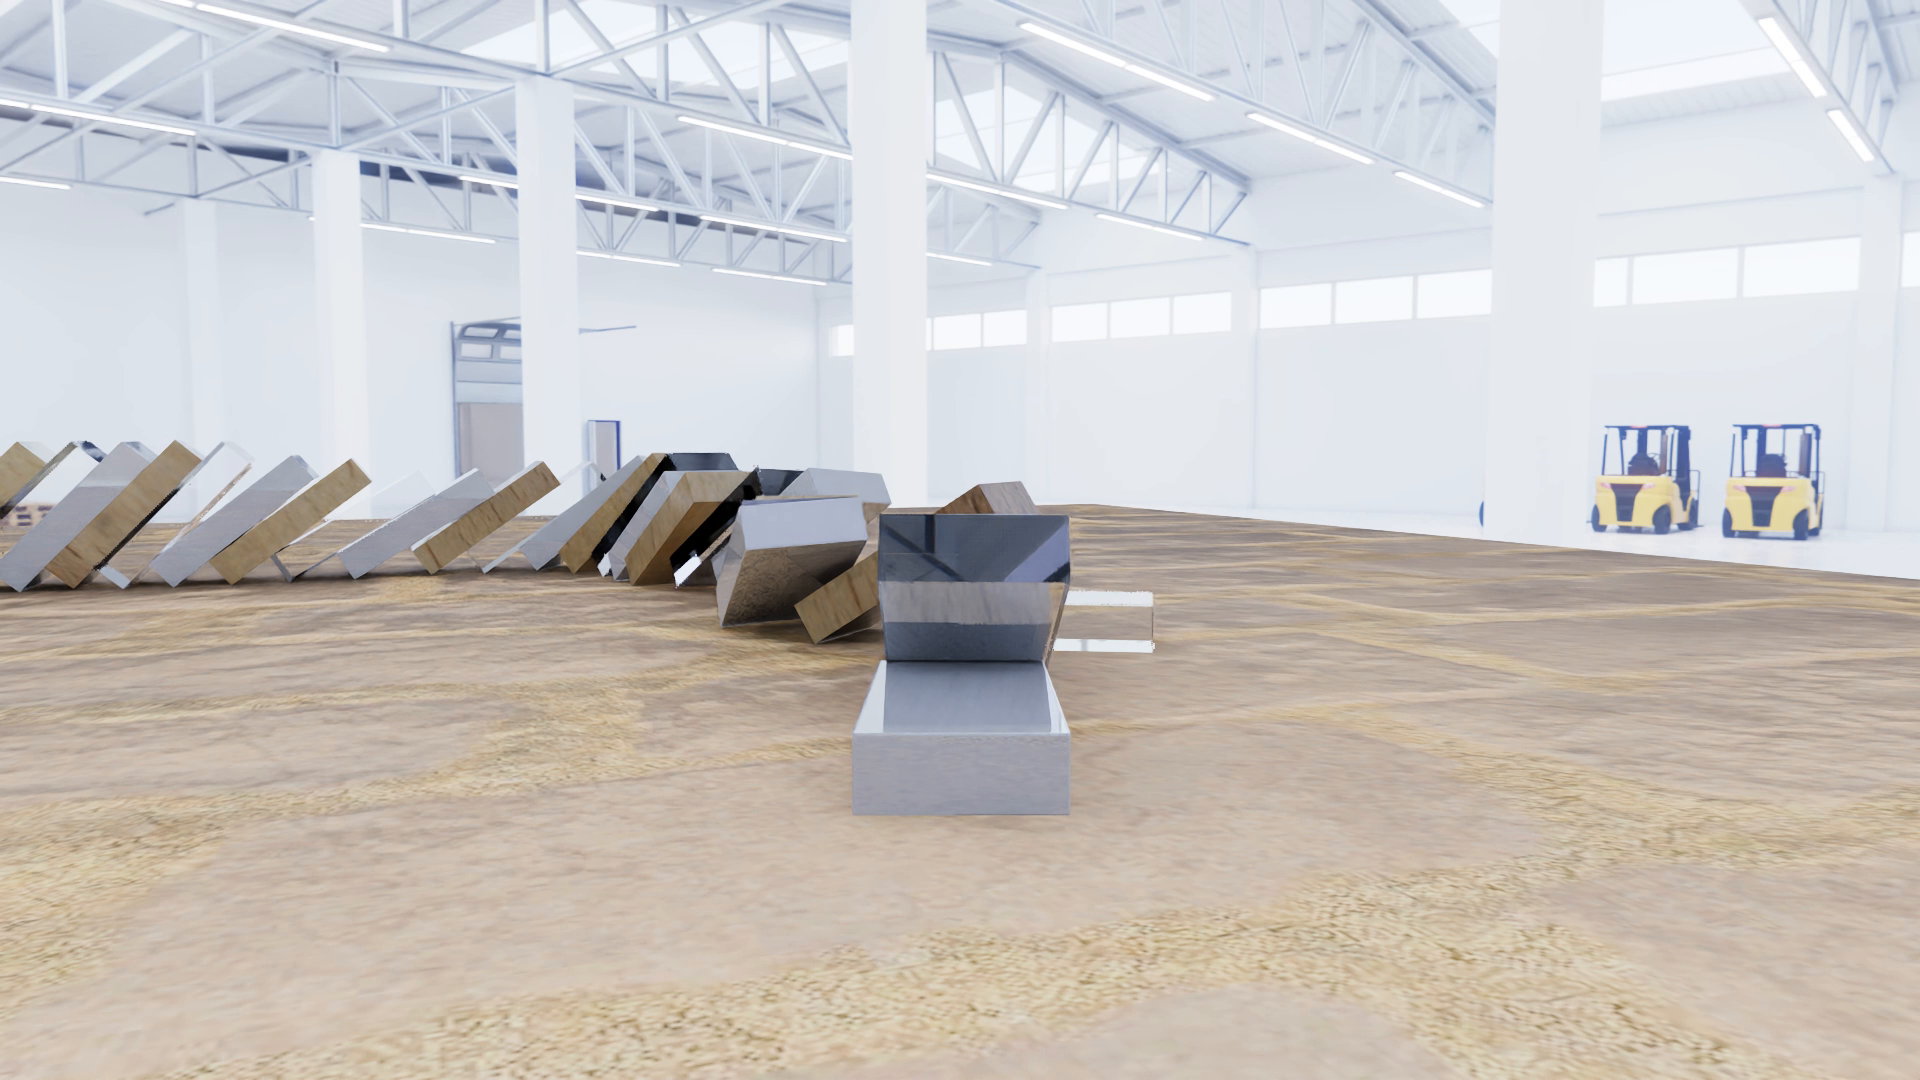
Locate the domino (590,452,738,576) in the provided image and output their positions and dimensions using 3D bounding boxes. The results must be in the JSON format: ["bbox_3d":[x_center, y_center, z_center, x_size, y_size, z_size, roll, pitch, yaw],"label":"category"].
[{"bbox_3d":[-0.094,-0.008,0.410,0.050,0.009,0.025,-45,-22,30],"label":"domino"}]

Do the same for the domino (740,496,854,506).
[{"bbox_3d":[-0.041,0.004,0.306,0.025,0.010,0.050,-3,-21,-16],"label":"domino"}]

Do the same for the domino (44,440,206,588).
[{"bbox_3d":[-0.250,-0.008,0.388,0.010,0.050,0.025,44,-15,-20],"label":"domino"}]

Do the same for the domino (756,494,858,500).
[{"bbox_3d":[-0.043,0.003,0.329,0.025,0.010,0.050,-1,-21,-18],"label":"domino"}]

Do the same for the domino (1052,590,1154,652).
[{"bbox_3d":[0.016,0.017,0.277,0.050,0.010,0.025,1,4,8],"label":"domino"}]

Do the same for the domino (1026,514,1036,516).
[{"bbox_3d":[0.000,0.009,0.237,0.025,0.009,0.050,0,-22,-1],"label":"domino"}]

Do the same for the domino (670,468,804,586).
[{"bbox_3d":[-0.059,-0.003,0.365,0.025,0.010,0.050,1,-29,-43],"label":"domino"}]

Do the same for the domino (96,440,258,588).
[{"bbox_3d":[-0.238,-0.008,0.391,0.010,0.050,0.025,44,-12,-20],"label":"domino"}]

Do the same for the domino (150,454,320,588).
[{"bbox_3d":[-0.223,-0.007,0.396,0.050,0.009,0.025,-43,19,-14],"label":"domino"}]

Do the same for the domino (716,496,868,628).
[{"bbox_3d":[-0.038,0.006,0.281,0.025,0.009,0.050,-5,-20,-18],"label":"domino"}]

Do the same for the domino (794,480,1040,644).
[{"bbox_3d":[-0.009,0.005,0.276,0.050,0.010,0.025,-33,-9,21],"label":"domino"}]

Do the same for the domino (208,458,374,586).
[{"bbox_3d":[-0.209,-0.007,0.403,0.050,0.010,0.025,-41,18,-16],"label":"domino"}]

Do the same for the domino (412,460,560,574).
[{"bbox_3d":[-0.159,-0.008,0.431,0.050,0.010,0.025,-39,18,-17],"label":"domino"}]

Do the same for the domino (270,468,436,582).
[{"bbox_3d":[-0.193,-0.005,0.411,0.050,0.010,0.025,-35,17,-18],"label":"domino"}]

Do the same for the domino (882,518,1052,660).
[{"bbox_3d":[0.001,0.011,0.215,0.025,0.010,0.050,0,-23,-1],"label":"domino"}]

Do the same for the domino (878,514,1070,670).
[{"bbox_3d":[0.001,0.011,0.190,0.025,0.010,0.050,0,-23,-1],"label":"domino"}]

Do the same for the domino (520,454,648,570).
[{"bbox_3d":[-0.123,-0.009,0.435,0.050,0.009,0.025,-38,2,1],"label":"domino"}]

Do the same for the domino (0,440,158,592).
[{"bbox_3d":[-0.262,-0.008,0.383,0.010,0.050,0.025,44,-12,-20],"label":"domino"}]

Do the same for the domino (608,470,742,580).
[{"bbox_3d":[-0.086,-0.004,0.390,0.025,0.010,0.050,-3,-27,-38],"label":"domino"}]

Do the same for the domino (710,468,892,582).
[{"bbox_3d":[-0.044,-0.002,0.353,0.025,0.010,0.050,2,-30,-45],"label":"domino"}]

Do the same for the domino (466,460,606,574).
[{"bbox_3d":[-0.145,-0.009,0.438,0.050,0.010,0.025,-39,18,-17],"label":"domino"}]

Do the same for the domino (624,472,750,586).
[{"bbox_3d":[-0.077,-0.003,0.375,0.025,0.010,0.050,-3,-27,-38],"label":"domino"}]

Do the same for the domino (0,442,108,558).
[{"bbox_3d":[-0.275,-0.007,0.379,0.009,0.050,0.025,44,-13,-20],"label":"domino"}]

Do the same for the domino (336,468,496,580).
[{"bbox_3d":[-0.178,-0.006,0.420,0.050,0.010,0.025,-35,17,-17],"label":"domino"}]

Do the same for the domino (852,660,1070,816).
[{"bbox_3d":[0.000,0.025,0.172,0.025,0.010,0.050,0,4,0],"label":"domino"}]

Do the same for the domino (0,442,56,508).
[{"bbox_3d":[-0.287,-0.007,0.374,0.009,0.050,0.025,44,-13,-20],"label":"domino"}]

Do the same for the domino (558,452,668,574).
[{"bbox_3d":[-0.107,-0.009,0.423,0.050,0.010,0.025,-42,-12,20],"label":"domino"}]
